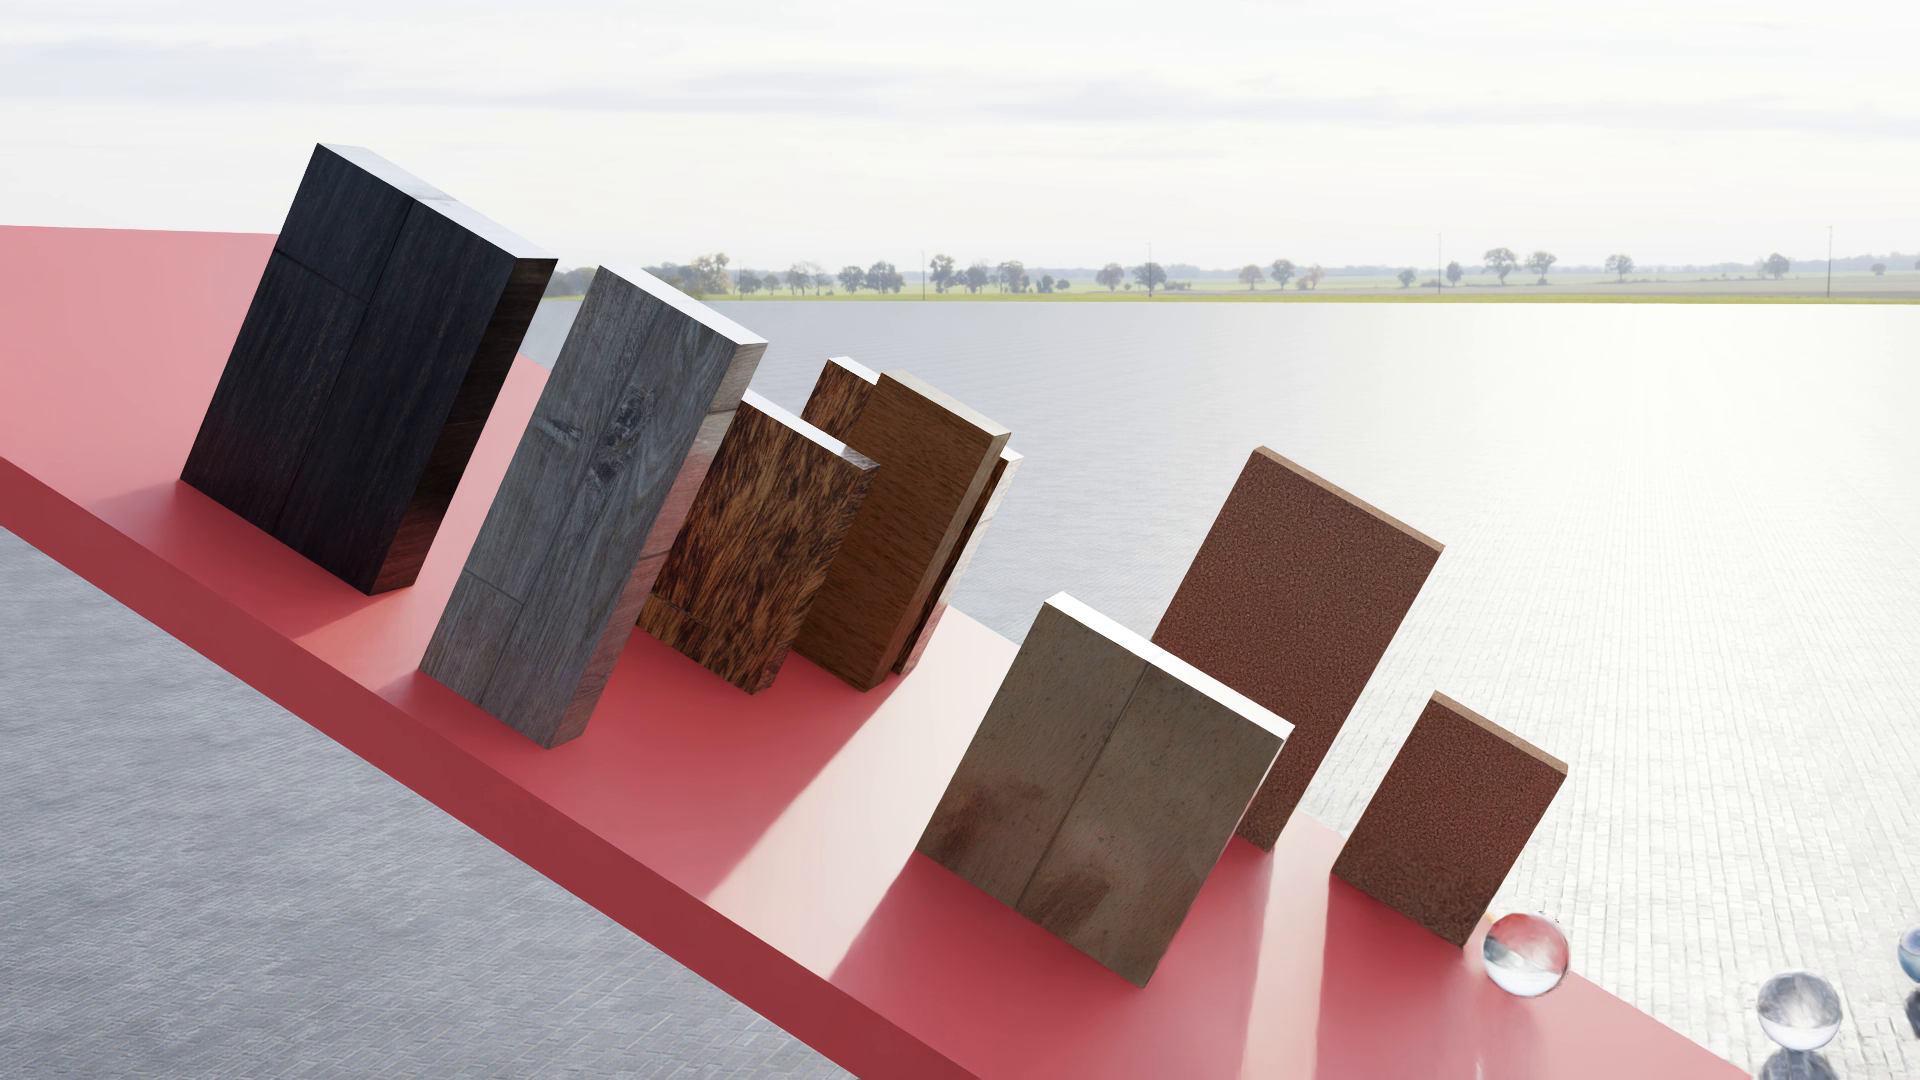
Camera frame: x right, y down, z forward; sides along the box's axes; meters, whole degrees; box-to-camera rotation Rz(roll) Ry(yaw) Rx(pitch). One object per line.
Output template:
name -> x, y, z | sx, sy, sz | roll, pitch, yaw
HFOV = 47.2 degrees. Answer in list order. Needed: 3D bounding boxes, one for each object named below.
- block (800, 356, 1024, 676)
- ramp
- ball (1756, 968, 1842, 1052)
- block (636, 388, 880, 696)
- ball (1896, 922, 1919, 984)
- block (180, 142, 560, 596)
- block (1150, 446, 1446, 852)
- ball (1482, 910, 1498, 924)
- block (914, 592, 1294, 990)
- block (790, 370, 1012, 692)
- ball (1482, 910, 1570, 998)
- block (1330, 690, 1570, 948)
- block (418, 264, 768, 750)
block -> -0.179, -0.051, 4.518 | 0.430, 0.502, 0.110 | 30, 14, 12
ramp -> -0.225, 0.375, 4.149 | 4.000, 0.100, 2.000 | 30, 14, 12
ball -> 2.003, 1.122, 5.251 | 0.194, 0.194, 0.194 | 0, 7, 0
block -> -0.415, -0.015, 4.019 | 0.364, 0.471, 0.095 | 30, 14, 12
ball -> 2.530, 1.076, 5.720 | 0.172, 0.172, 0.172 | 0, 7, 0
block -> -0.979, -0.281, 3.627 | 0.399, 0.619, 0.140 | 30, 14, 12
block -> 0.635, 0.225, 4.562 | 0.427, 0.721, 0.119 | 30, 14, 12
ball -> 1.357, 1.060, 5.836 | 0.177, 0.177, 0.177 | 0, 7, 0
block -> 0.236, 0.412, 3.648 | 0.445, 0.486, 0.112 | 30, 14, 12
block -> -0.151, -0.018, 4.303 | 0.254, 0.573, 0.124 | 30, 14, 12
ball -> 1.145, 0.837, 4.447 | 0.171, 0.171, 0.171 | 0, 7, 0
block -> 1.021, 0.582, 4.595 | 0.312, 0.431, 0.104 | 30, 14, 12
block -> -0.567, -0.049, 3.375 | 0.251, 0.705, 0.115 | 30, 14, 12
